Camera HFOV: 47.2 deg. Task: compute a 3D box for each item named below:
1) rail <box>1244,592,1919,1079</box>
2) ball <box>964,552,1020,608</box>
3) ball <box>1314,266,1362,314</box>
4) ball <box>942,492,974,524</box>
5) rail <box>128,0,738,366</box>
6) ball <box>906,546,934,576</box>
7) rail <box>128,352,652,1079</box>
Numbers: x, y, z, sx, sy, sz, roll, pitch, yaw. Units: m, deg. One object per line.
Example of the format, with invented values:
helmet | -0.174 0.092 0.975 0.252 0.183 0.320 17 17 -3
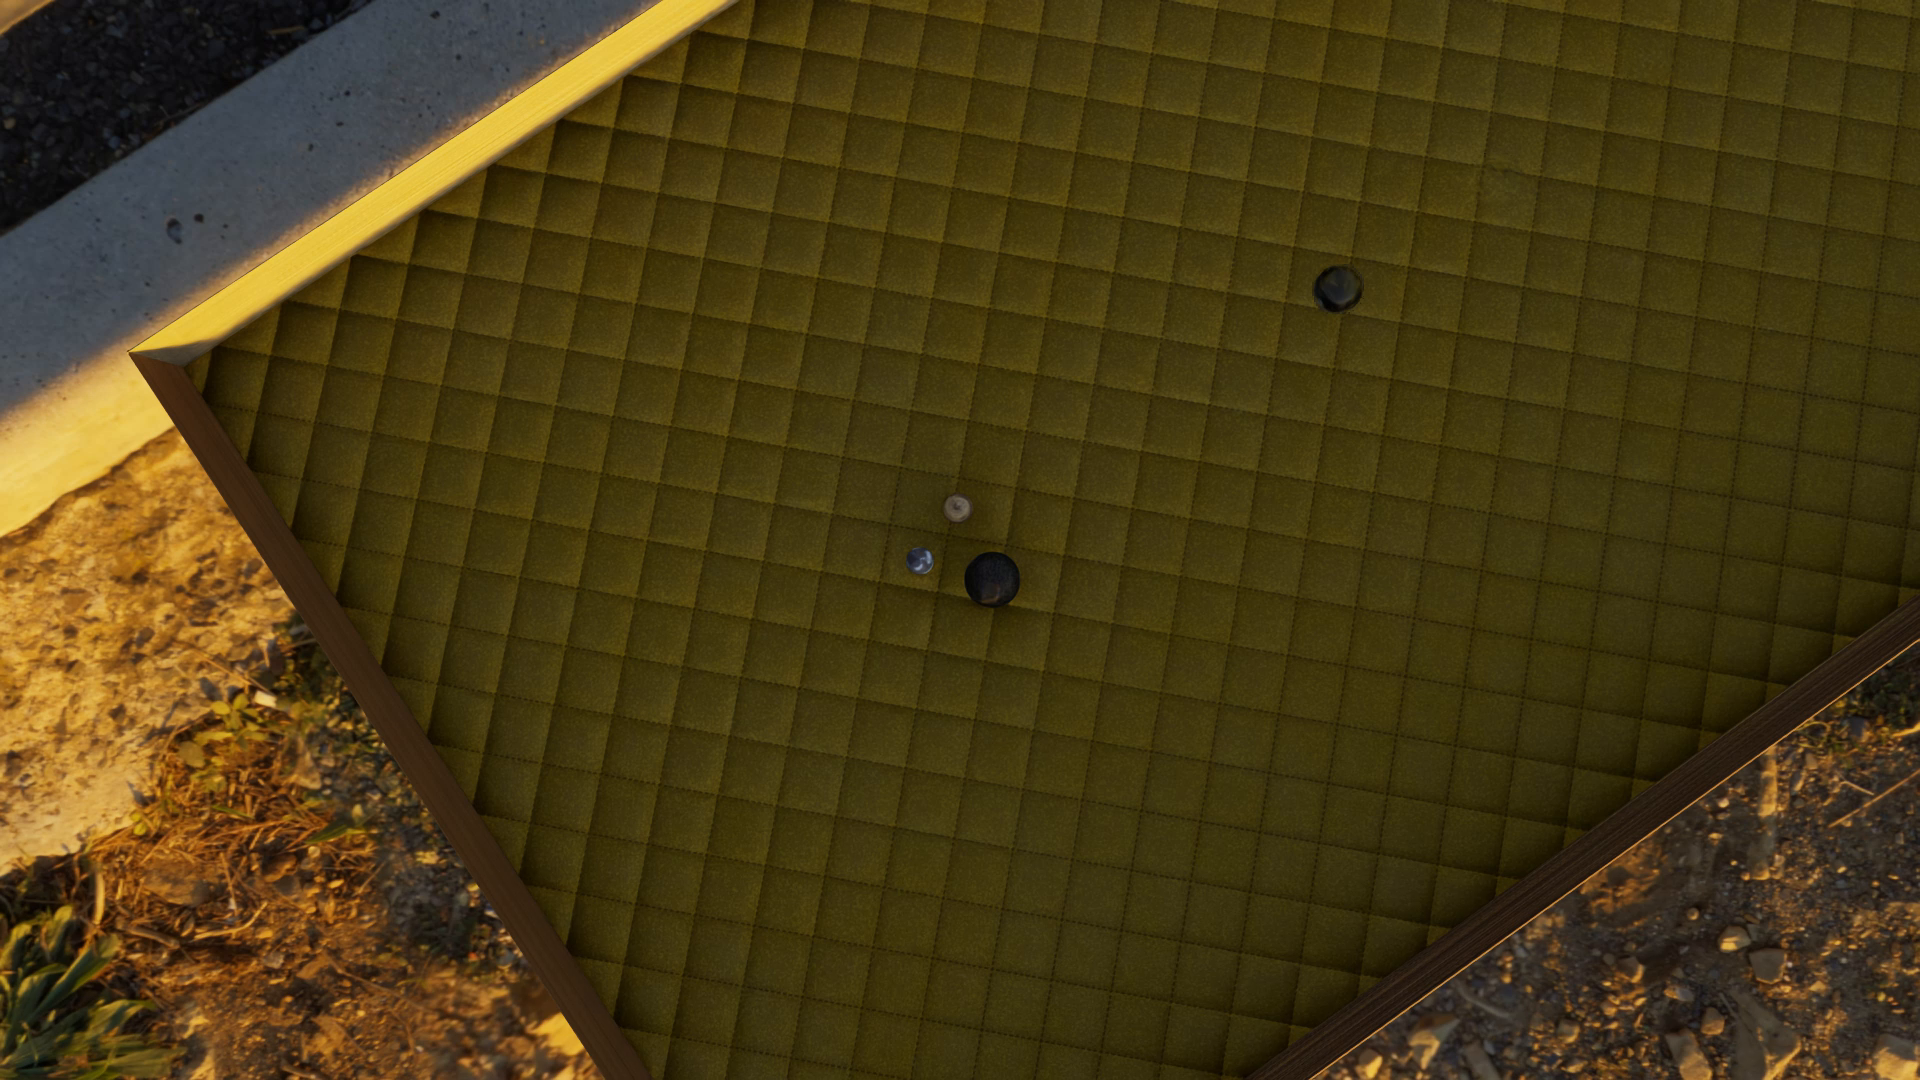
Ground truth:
rail | 1.210 0.243 3.210 3.406 0.109 0.045 -35 84 -4
ball | 0.048 0.059 3.249 0.084 0.084 0.084 0 82 0
ball | 0.570 -0.378 3.314 0.072 0.072 0.072 0 82 0
ball | -0.003 -0.047 3.282 0.046 0.046 0.046 0 82 0
rail | 0.188 -1.213 3.408 3.406 0.109 0.045 -35 84 -4
ball | -0.060 0.031 3.274 0.042 0.042 0.042 0 82 0
rail | -0.680 0.465 3.180 0.045 0.109 1.837 -35 84 -4
